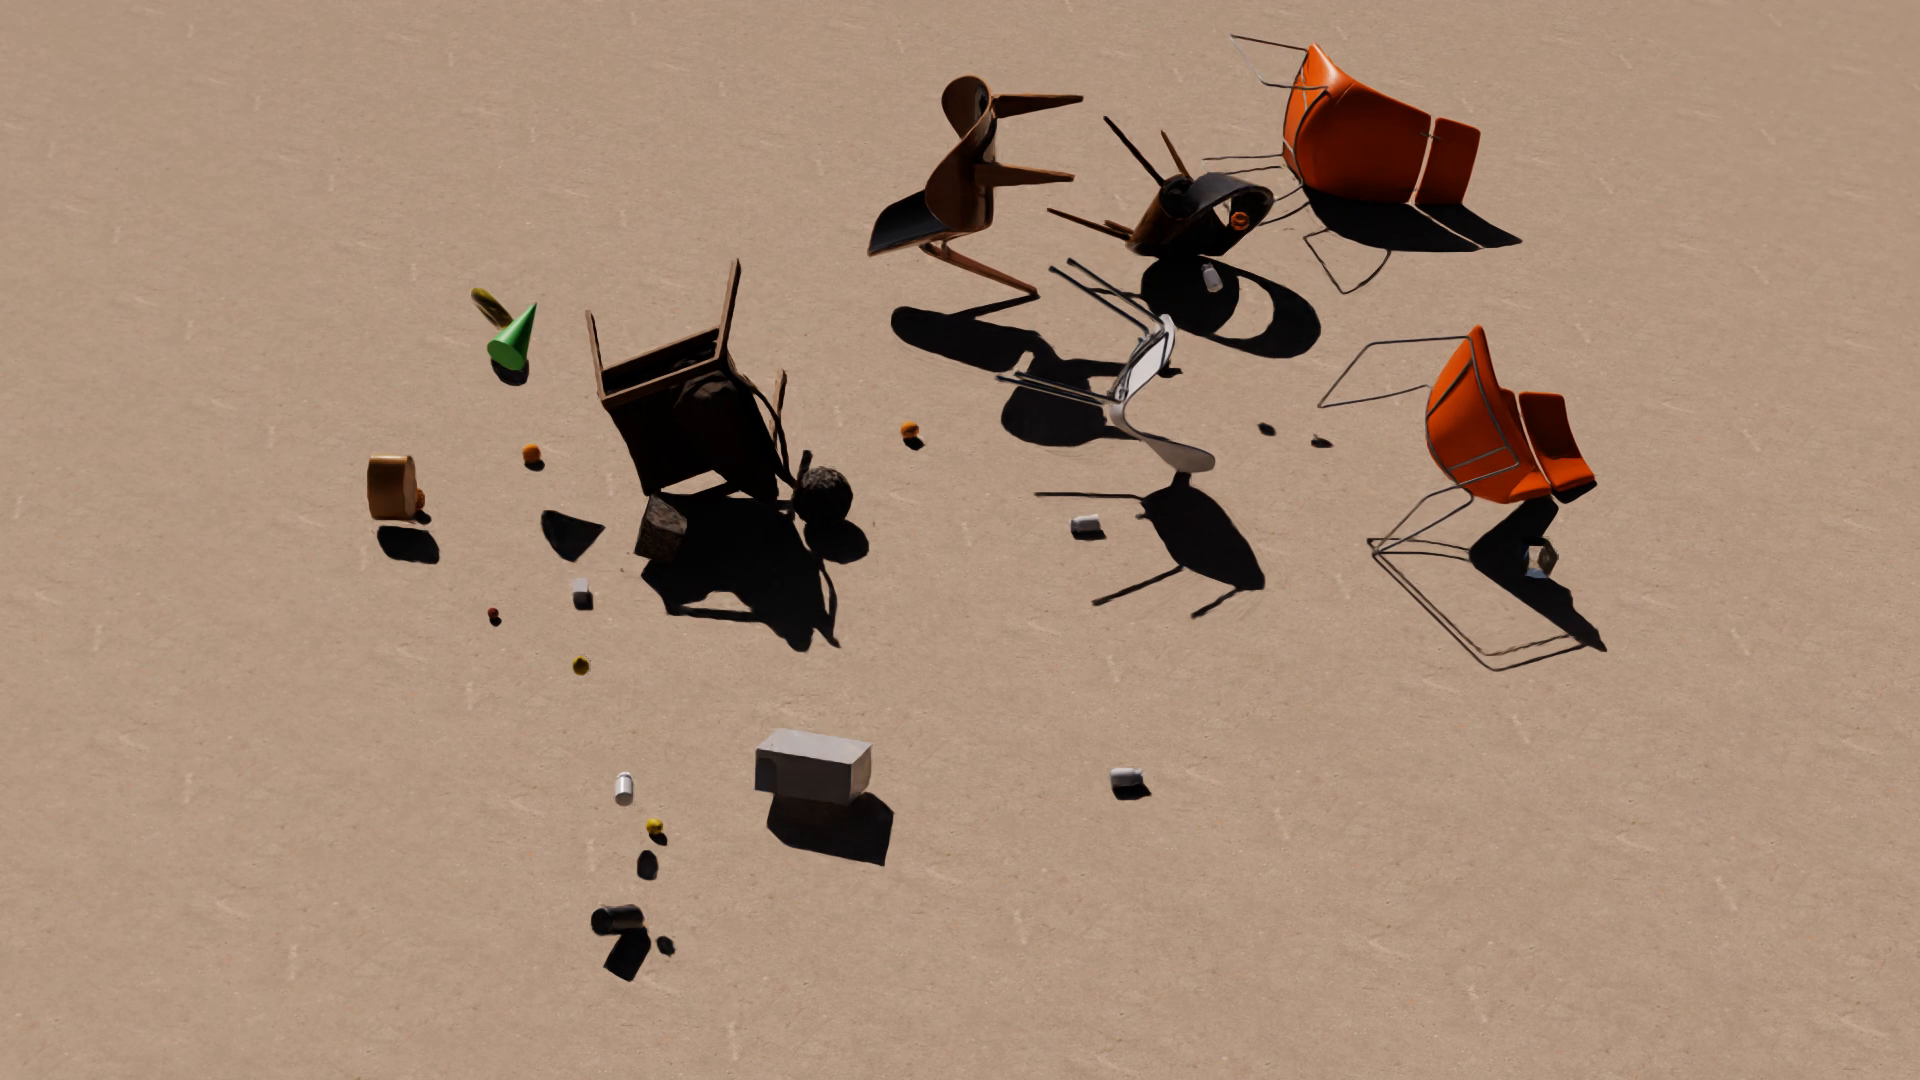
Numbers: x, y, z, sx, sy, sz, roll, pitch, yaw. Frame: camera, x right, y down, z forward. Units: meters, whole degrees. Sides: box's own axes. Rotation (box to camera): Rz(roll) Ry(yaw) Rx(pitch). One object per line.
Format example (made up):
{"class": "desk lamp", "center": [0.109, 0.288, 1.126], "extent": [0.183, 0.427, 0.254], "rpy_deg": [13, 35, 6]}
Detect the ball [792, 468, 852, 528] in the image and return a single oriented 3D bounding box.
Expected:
{"class": "ball", "center": [-0.516, -0.160, 10.983], "extent": [0.226, 0.226, 0.226], "rpy_deg": [0, 33, 0]}

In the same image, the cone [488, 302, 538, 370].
{"class": "cone", "center": [-1.670, -0.807, 11.169], "extent": [0.159, 0.251, 0.256], "rpy_deg": [28, 70, -3]}

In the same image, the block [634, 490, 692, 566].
{"class": "block", "center": [-1.092, -0.047, 10.777], "extent": [0.149, 0.176, 0.177], "rpy_deg": [17, 45, -9]}

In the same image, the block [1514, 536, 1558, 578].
{"class": "block", "center": [2.097, 0.064, 10.675], "extent": [0.097, 0.110, 0.101], "rpy_deg": [8, 58, 44]}

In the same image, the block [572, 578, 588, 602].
{"class": "block", "center": [-1.375, 0.184, 10.622], "extent": [0.054, 0.048, 0.080], "rpy_deg": [-3, 33, -4]}

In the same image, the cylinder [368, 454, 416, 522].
{"class": "cylinder", "center": [-2.125, -0.195, 10.966], "extent": [0.144, 0.252, 0.128], "rpy_deg": [3, 15, 10]}

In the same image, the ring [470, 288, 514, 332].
{"class": "ring", "center": [-1.922, -0.941, 12.099], "extent": [0.063, 0.272, 0.257], "rpy_deg": [-44, 85, -9]}

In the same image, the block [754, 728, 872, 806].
{"class": "block", "center": [-0.480, 0.741, 9.599], "extent": [0.326, 0.144, 0.223], "rpy_deg": [8, 16, 14]}
